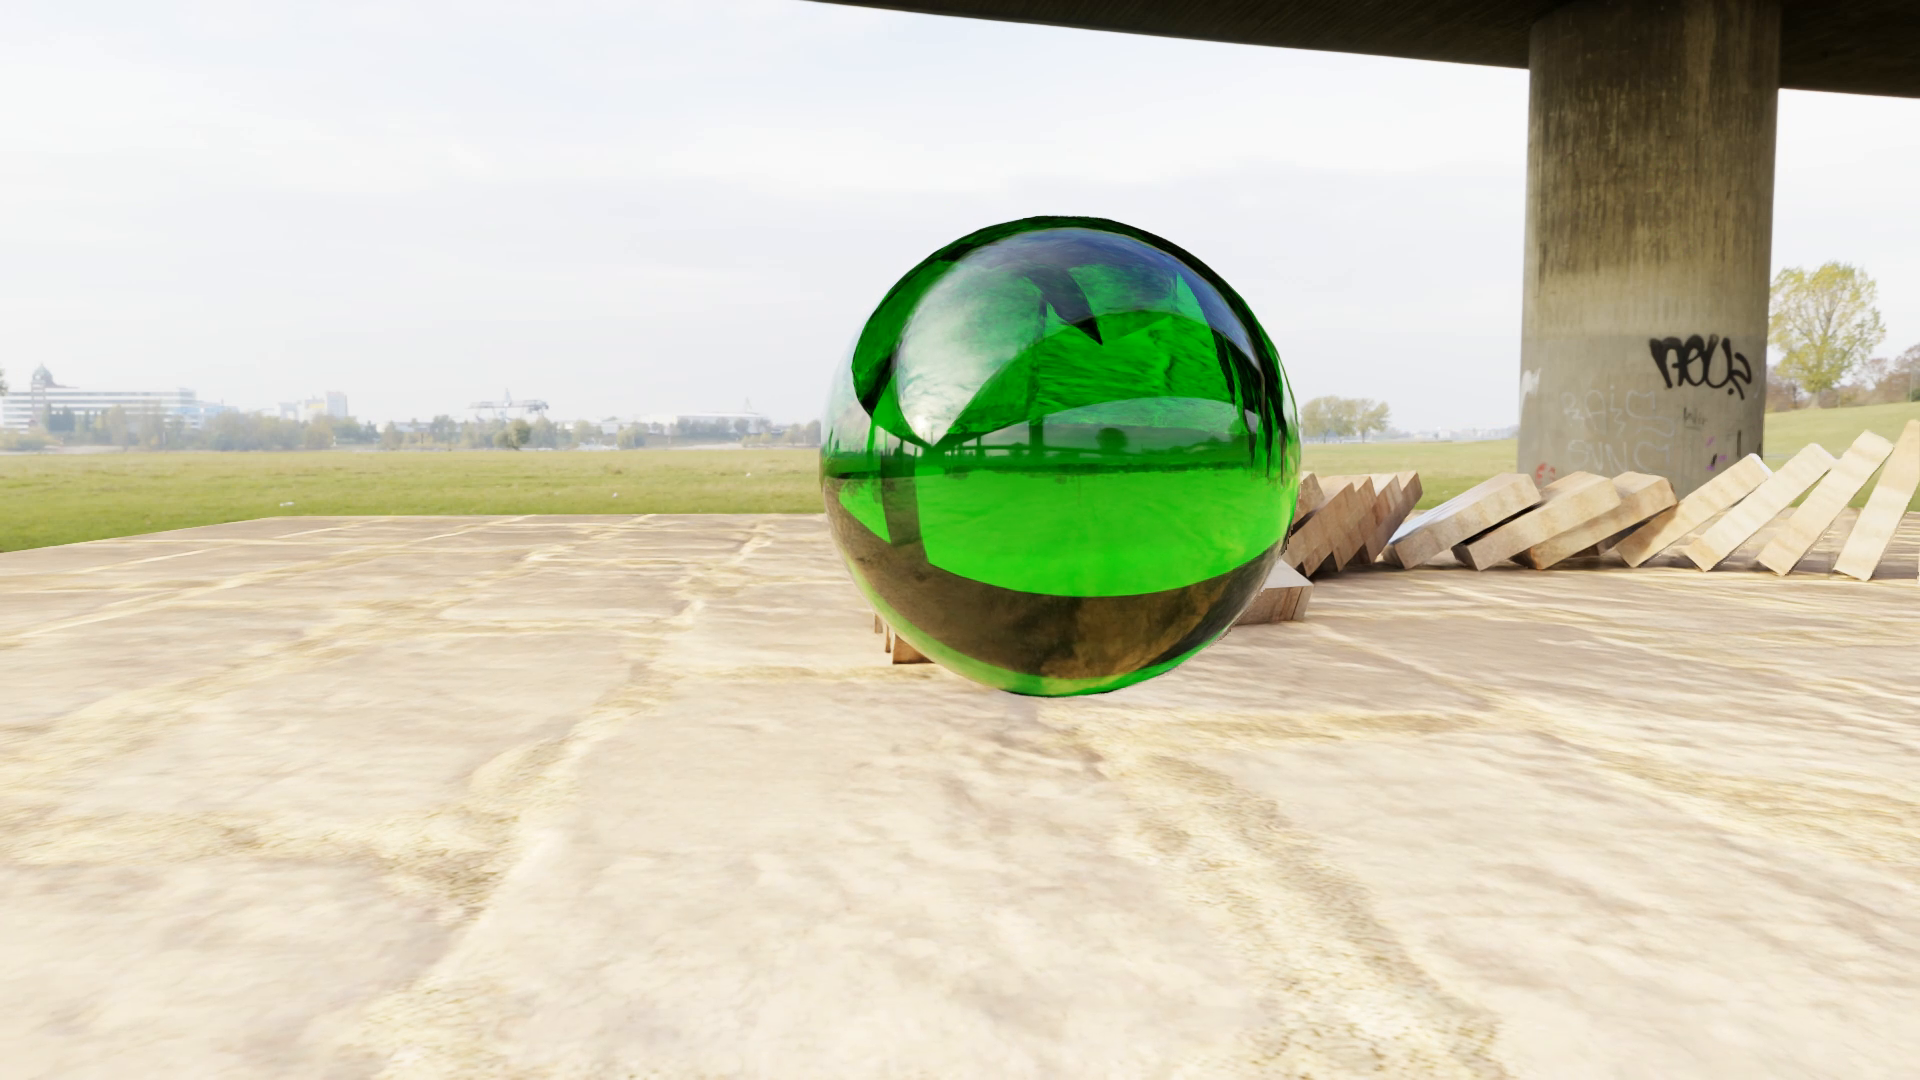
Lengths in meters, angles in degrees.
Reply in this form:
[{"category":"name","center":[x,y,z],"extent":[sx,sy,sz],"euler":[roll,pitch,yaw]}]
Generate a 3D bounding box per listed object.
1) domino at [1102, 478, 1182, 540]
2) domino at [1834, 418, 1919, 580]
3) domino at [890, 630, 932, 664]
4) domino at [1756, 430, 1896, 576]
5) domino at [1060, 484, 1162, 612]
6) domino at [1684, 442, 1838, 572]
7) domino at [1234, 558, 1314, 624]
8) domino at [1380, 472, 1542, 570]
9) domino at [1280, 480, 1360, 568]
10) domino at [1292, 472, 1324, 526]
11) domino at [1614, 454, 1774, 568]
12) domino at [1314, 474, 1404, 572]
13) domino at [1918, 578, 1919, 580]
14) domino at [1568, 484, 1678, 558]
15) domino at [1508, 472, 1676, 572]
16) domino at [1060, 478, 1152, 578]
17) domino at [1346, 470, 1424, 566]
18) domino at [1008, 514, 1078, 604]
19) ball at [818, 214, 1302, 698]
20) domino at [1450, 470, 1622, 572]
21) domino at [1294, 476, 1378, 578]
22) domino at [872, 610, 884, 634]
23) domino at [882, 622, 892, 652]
[{"category":"domino","center":[0.051,-0.002,0.385],"extent":[0.025,0.009,0.050],"euler":[1,32,18]},{"category":"domino","center":[0.293,-0.013,0.404],"extent":[0.010,0.050,0.025],"euler":[28,20,33]},{"category":"domino","center":[-0.003,0.002,0.263],"extent":[0.025,0.009,0.050],"euler":[-1,48,-8]},{"category":"domino","center":[0.280,-0.012,0.415],"extent":[0.009,0.050,0.025],"euler":[41,27,28]},{"category":"domino","center":[0.041,0.001,0.342],"extent":[0.025,0.009,0.050],"euler":[1,32,8]},{"category":"domino","center":[0.266,-0.011,0.426],"extent":[0.025,0.050,0.009],"euler":[-6,50,-53]},{"category":"domino","center":[0.057,0.010,0.308],"extent":[0.050,0.009,0.025],"euler":[-2,29,-26]},{"category":"domino","center":[0.170,-0.007,0.442],"extent":[0.050,0.009,0.025],"euler":[-28,2,5]},{"category":"domino","center":[0.100,-0.003,0.400],"extent":[0.050,0.009,0.025],"euler":[-36,26,-33]},{"category":"domino","center":[0.083,-0.003,0.386],"extent":[0.050,0.010,0.025],"euler":[-36,19,-21]},{"category":"domino","center":[0.250,-0.010,0.437],"extent":[0.050,0.009,0.025],"euler":[-44,-21,30]},{"category":"domino","center":[0.127,-0.006,0.435],"extent":[0.025,0.009,0.050],"euler":[0,30,46]},{"category":"domino","center":[0.305,-0.012,0.393],"extent":[0.009,0.050,0.025],"euler":[10,10,37]},{"category":"domino","center":[0.234,-0.006,0.466],"extent":[0.050,0.009,0.025],"euler":[-23,5,-28]},{"category":"domino","center":[0.214,-0.007,0.440],"extent":[0.050,0.009,0.025],"euler":[-27,7,4]},{"category":"domino","center":[0.042,-0.001,0.365],"extent":[0.025,0.009,0.050],"euler":[-1,31,8]},{"category":"domino","center":[0.141,-0.008,0.452],"extent":[0.025,0.009,0.050],"euler":[-2,28,43]},{"category":"domino","center":[0.015,0.006,0.330],"extent":[0.025,0.009,0.050],"euler":[-40,5,1]},{"category":"ball","center":[0.016,-0.014,0.216],"extent":[0.080,0.080,0.080],"euler":[0,4,0]},{"category":"domino","center":[0.194,-0.007,0.437],"extent":[0.050,0.010,0.025],"euler":[-27,6,8]},{"category":"domino","center":[0.113,-0.005,0.419],"extent":[0.025,0.009,0.050],"euler":[1,31,46]},{"category":"domino","center":[-0.010,0.003,0.309],"extent":[0.025,0.009,0.050],"euler":[-1,34,-8]},{"category":"domino","center":[-0.005,0.001,0.277],"extent":[0.025,0.009,0.050],"euler":[-1,48,-8]}]
